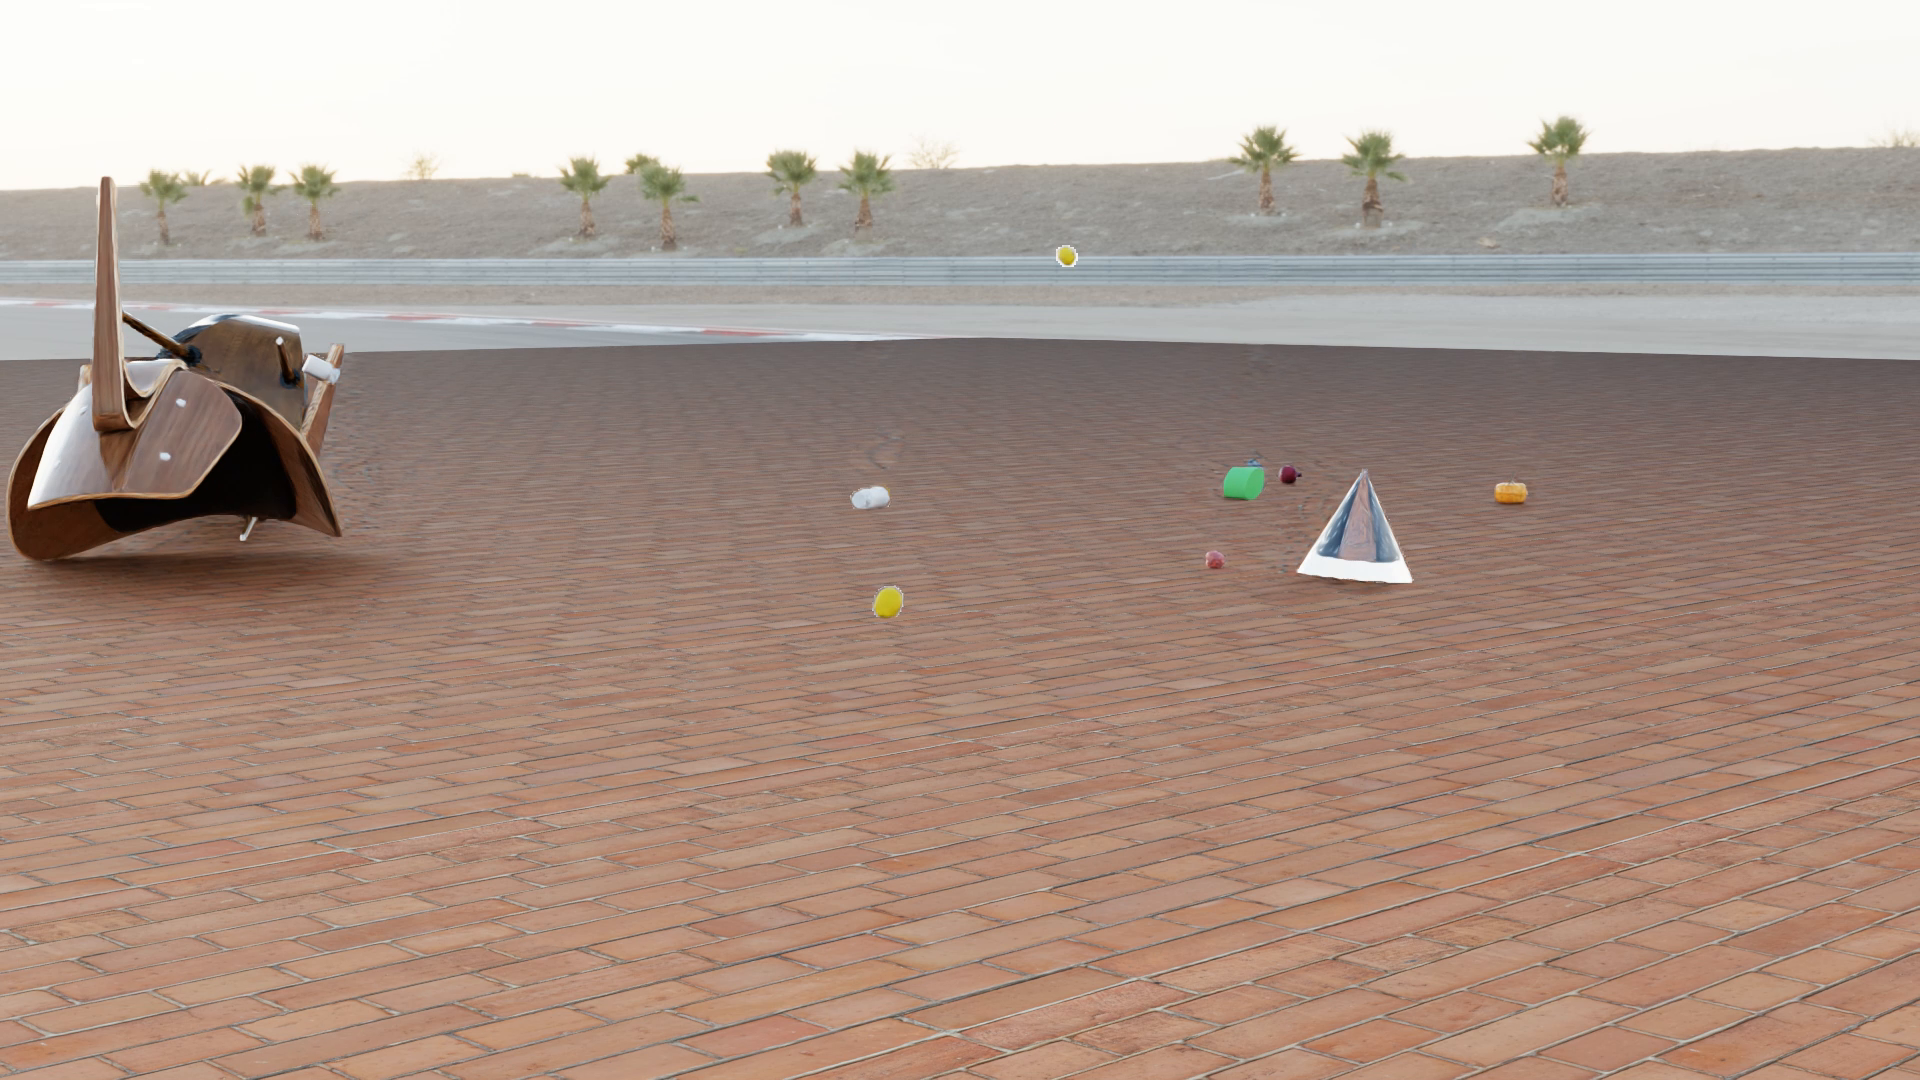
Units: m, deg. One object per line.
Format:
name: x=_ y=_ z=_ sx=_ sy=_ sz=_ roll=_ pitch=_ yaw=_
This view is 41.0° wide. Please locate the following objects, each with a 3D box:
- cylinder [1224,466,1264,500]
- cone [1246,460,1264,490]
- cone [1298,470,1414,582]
cylinder: x=0.839 y=-0.168 z=7.579 sx=0.087 sy=0.105 sz=0.072 roll=6 pitch=-28 yaw=47
cone: x=0.893 y=-0.191 z=7.768 sx=0.059 sy=0.108 sz=0.069 roll=-8 pitch=1 yaw=7
cone: x=0.865 y=-0.039 z=5.553 sx=0.250 sy=0.235 sz=0.206 roll=5 pitch=4 yaw=8
